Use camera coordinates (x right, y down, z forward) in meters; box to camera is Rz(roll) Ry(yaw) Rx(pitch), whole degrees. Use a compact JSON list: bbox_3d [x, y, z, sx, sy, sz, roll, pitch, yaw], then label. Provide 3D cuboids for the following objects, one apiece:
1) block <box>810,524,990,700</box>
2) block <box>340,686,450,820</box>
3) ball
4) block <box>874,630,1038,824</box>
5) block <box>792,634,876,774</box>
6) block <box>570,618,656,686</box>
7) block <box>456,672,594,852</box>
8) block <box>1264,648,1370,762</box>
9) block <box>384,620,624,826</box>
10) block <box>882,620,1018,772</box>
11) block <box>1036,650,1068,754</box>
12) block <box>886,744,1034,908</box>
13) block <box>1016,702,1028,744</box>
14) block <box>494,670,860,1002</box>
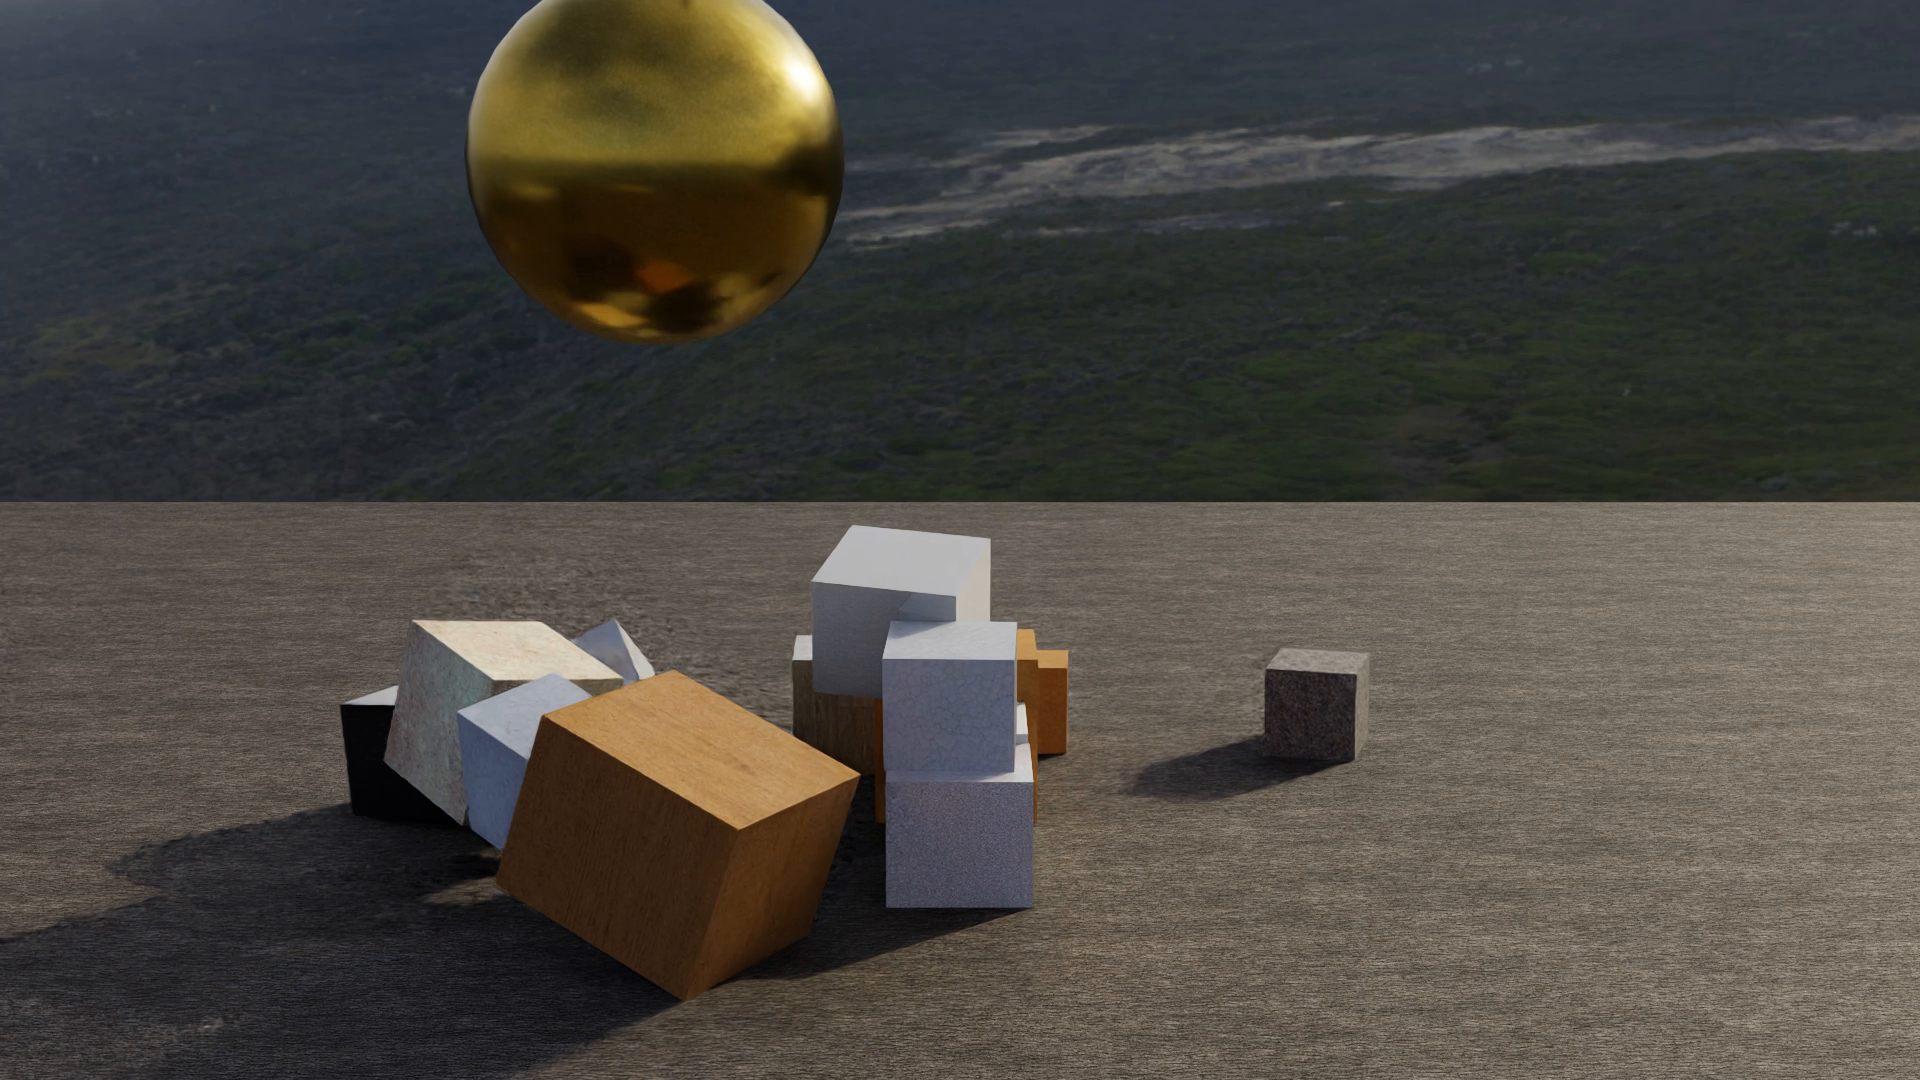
[{"bbox_3d":[-0.263,0.343,11.837,0.671,0.554,0.665,6,24,13],"label":"block"},{"bbox_3d":[-2.560,1.004,12.382,0.563,0.545,0.555,-1,9,27],"label":"block"},{"bbox_3d":[-1.287,-1.623,10.885,1.600,1.600,1.600,0,10,0],"label":"ball"},{"bbox_3d":[-0.018,0.893,12.433,0.767,0.796,0.670,0,10,0],"label":"block"},{"bbox_3d":[-0.538,0.844,13.254,0.626,0.598,0.589,0,10,-2],"label":"block"},{"bbox_3d":[-1.747,0.814,12.575,0.513,0.518,0.515,-28,57,0],"label":"block"},{"bbox_3d":[-1.758,1.020,11.049,0.502,0.593,0.614,-22,33,-36],"label":"block"},{"bbox_3d":[1.883,0.862,13.529,0.471,0.463,0.513,3,11,16],"label":"block"},{"bbox_3d":[-2.085,0.822,11.695,0.687,0.692,0.738,2,18,-42],"label":"block"},{"bbox_3d":[-0.037,0.677,11.208,0.561,0.505,0.548,0,15,2],"label":"block"},{"bbox_3d":[0.354,0.853,13.585,0.429,0.462,0.419,1,10,3],"label":"block"},{"bbox_3d":[-0.002,1.238,11.207,0.626,0.554,0.640,0,10,0],"label":"block"},{"bbox_3d":[0.008,1.106,11.820,0.593,0.594,0.593,0,10,0],"label":"block"},{"bbox_3d":[-1.125,1.155,10.268,0.968,0.769,0.883,27,21,23],"label":"block"}]
